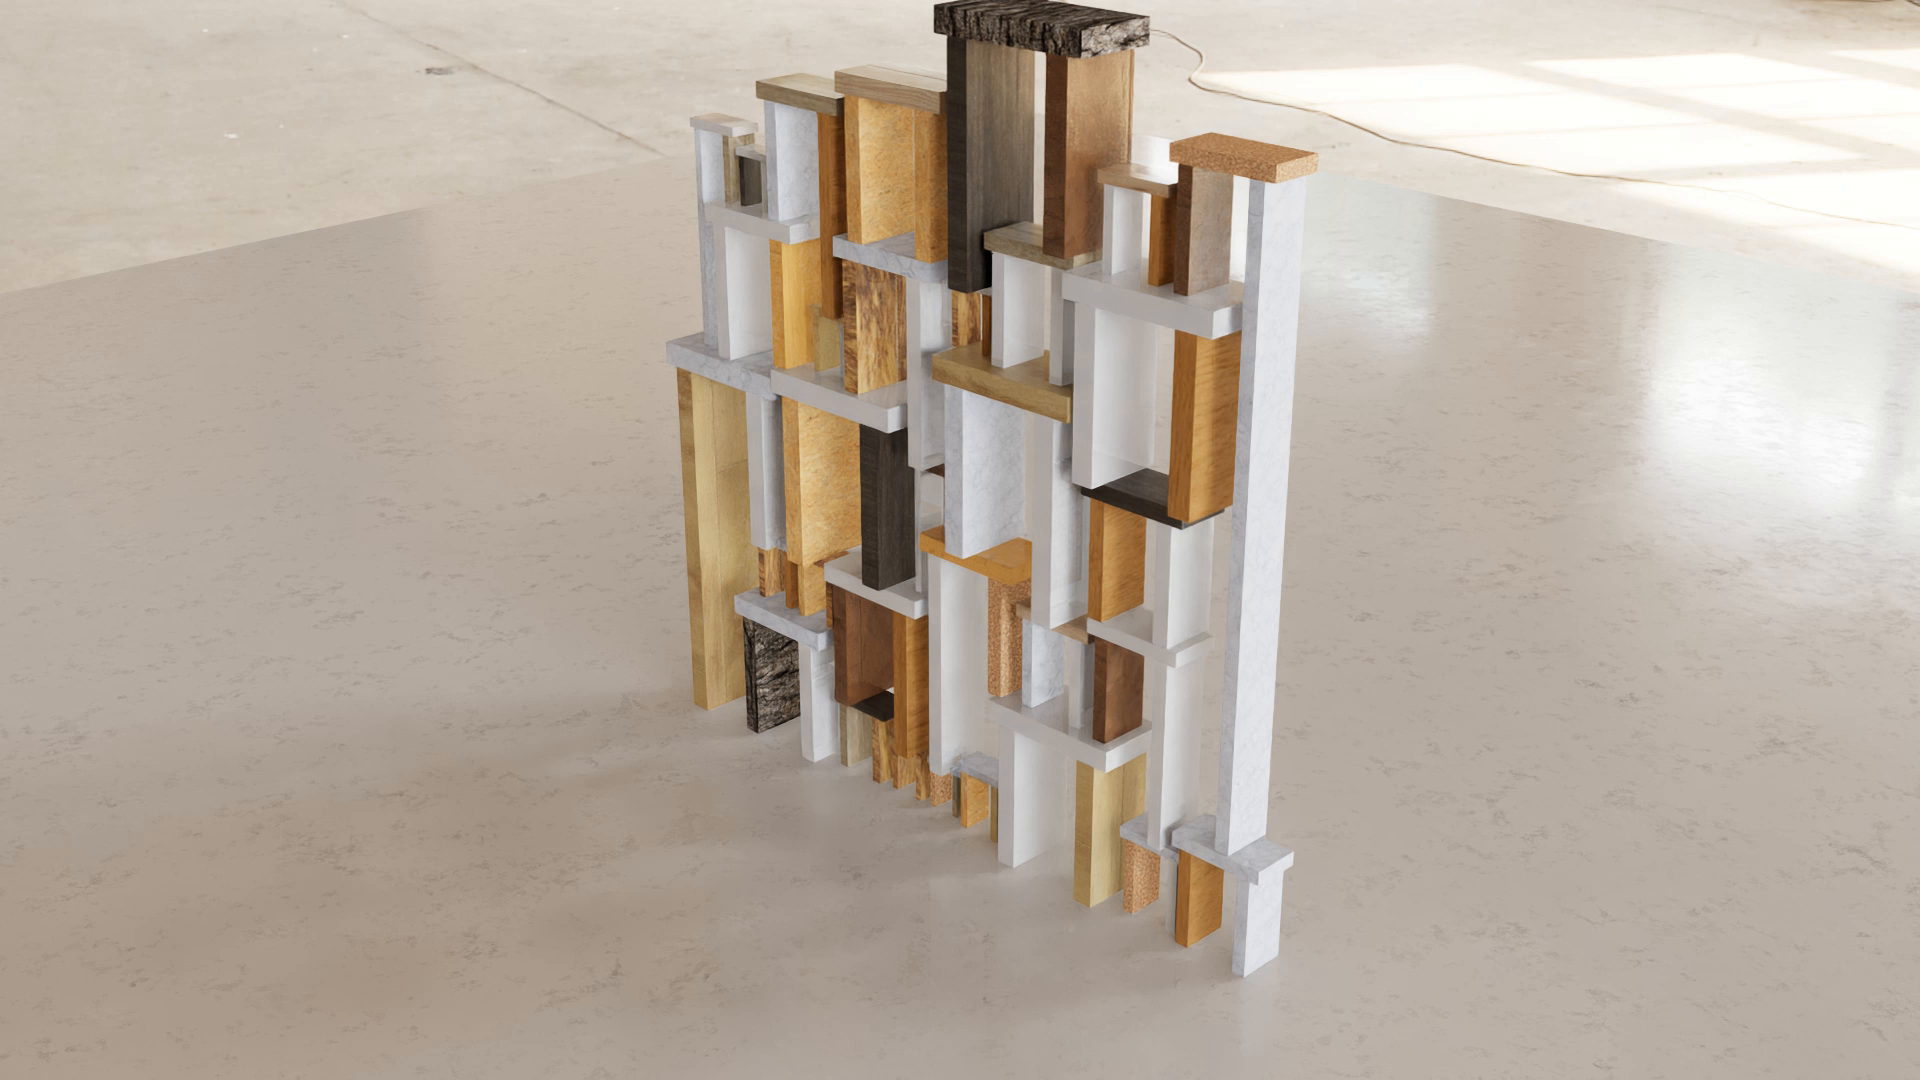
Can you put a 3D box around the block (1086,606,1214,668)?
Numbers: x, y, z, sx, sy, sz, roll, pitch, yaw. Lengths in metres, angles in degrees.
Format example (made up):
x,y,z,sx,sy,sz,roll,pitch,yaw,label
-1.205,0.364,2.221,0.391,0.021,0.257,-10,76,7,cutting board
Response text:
x,y,z,sx,sy,sz,roll,pitch,yaw,label
0.339,0.167,3.921,0.104,0.030,0.209,-21,31,-40,block

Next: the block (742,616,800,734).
x,y,z,sx,sy,sz,roll,pitch,yaw,label
-0.402,0.273,4.773,0.038,0.270,0.135,21,31,41,block

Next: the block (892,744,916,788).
x,y,z,sx,sy,sz,roll,pitch,yaw,label
-0.115,0.459,4.547,0.051,0.103,0.015,-21,31,-41,block

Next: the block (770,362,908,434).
x,y,z,sx,sy,sz,roll,pitch,yaw,label
-0.196,-0.294,4.315,0.338,0.048,0.169,21,31,40,block

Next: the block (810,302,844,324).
x,y,z,sx,sy,sz,roll,pitch,yaw,label
-0.236,-0.445,4.297,0.057,0.016,0.114,-20,30,-39,block

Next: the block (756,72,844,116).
x,y,z,sx,sy,sz,roll,pitch,yaw,label
-0.268,-0.843,4.157,0.116,0.033,0.231,-21,31,-40,block

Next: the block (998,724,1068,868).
x,y,z,sx,sy,sz,roll,pitch,yaw,label
0.141,0.472,4.265,0.042,0.299,0.149,21,31,41,block

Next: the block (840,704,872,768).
x,y,z,sx,sy,sz,roll,pitch,yaw,label
-0.218,0.397,4.634,0.021,0.149,0.075,21,31,41,block

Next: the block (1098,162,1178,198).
x,y,z,sx,sy,sz,roll,pitch,yaw,label
0.309,-0.595,3.628,0.152,0.022,0.076,21,31,41,block

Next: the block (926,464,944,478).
x,y,z,sx,sy,sz,roll,pitch,yaw,label
-0.033,-0.143,4.200,0.058,0.017,0.117,-21,31,-40,block

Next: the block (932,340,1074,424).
x,y,z,sx,sy,sz,roll,pitch,yaw,label
0.126,-0.292,3.956,0.334,0.047,0.167,21,31,41,block

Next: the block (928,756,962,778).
x,y,z,sx,sy,sz,roll,pitch,yaw,label
-0.016,0.451,4.439,0.095,0.013,0.047,21,31,41,block

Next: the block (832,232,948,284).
x,y,z,sx,sy,sz,roll,pitch,yaw,label
-0.101,-0.537,4.106,0.131,0.037,0.263,-22,31,-40,block

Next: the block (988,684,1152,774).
x,y,z,sx,sy,sz,roll,pitch,yaw,label
0.212,0.343,4.134,0.299,0.042,0.149,21,31,41,block

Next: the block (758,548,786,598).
x,y,z,sx,sy,sz,roll,pitch,yaw,label
-0.398,0.052,4.685,0.064,0.128,0.018,-21,31,-41,block

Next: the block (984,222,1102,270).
x,y,z,sx,sy,sz,roll,pitch,yaw,label
0.154,-0.513,3.837,0.211,0.030,0.105,21,31,40,block

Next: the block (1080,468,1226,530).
x,y,z,sx,sy,sz,roll,pitch,yaw,label
0.335,-0.080,3.831,0.116,0.033,0.231,-21,31,-40,block

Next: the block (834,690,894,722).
x,y,z,sx,sy,sz,roll,pitch,yaw,label
-0.183,0.332,4.568,0.075,0.021,0.149,-21,31,-41,block

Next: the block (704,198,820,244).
x,y,z,sx,sy,sz,roll,pitch,yaw,label
-0.373,-0.640,4.359,0.130,0.037,0.259,-21,31,-41,block

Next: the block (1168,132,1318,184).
x,y,z,sx,sy,sz,roll,pitch,yaw,label
0.448,-0.607,3.485,0.214,0.030,0.107,21,31,40,block

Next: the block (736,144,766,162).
x,y,z,sx,sy,sz,roll,pitch,yaw,label
-0.390,-0.760,4.322,0.050,0.014,0.100,-21,31,-41,block

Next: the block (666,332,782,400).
x,y,z,sx,sy,sz,roll,pitch,yaw,label
-0.436,-0.369,4.548,0.336,0.048,0.168,21,31,41,block

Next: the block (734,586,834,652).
x,y,z,sx,sy,sz,roll,pitch,yaw,label
-0.338,0.156,4.654,0.135,0.038,0.270,-21,31,-41,block

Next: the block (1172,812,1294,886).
x,y,z,sx,sy,sz,roll,pitch,yaw,label
0.485,0.550,3.924,0.197,0.028,0.099,21,31,41,block

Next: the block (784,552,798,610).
x,y,z,sx,sy,sz,roll,pitch,yaw,label
-0.338,0.076,4.629,0.064,0.128,0.018,-21,31,-41,block

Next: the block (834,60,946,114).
x,y,z,sx,sy,sz,roll,pitch,yaw,label
-0.084,-0.819,3.971,0.137,0.039,0.275,-22,31,-40,block

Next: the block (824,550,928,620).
x,y,z,sx,sy,sz,roll,pitch,yaw,label
-0.134,0.083,4.403,0.132,0.037,0.265,-21,31,-41,block

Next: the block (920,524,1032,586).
x,y,z,sx,sy,sz,roll,pitch,yaw,label
0.051,0.019,4.181,0.241,0.034,0.121,21,31,41,block

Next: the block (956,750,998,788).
x,y,z,sx,sy,sz,roll,pitch,yaw,label
0.059,0.456,4.348,0.123,0.017,0.062,21,31,41,block

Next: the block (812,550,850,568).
x,y,z,sx,sy,sz,roll,pitch,yaw,label
-0.277,0.033,4.537,0.130,0.018,0.065,21,31,41,block

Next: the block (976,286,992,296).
x,y,z,sx,sy,sz,roll,pitch,yaw,label
0.038,-0.467,3.988,0.058,0.016,0.116,-21,31,-40,block

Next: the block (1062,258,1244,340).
x,y,z,sx,sy,sz,roll,pitch,yaw,label
0.346,-0.409,3.668,0.164,0.046,0.328,-21,31,-40,block

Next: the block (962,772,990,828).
x,y,z,sx,sy,sz,roll,pitch,yaw,label
0.030,0.509,4.403,0.017,0.123,0.062,21,31,41,block

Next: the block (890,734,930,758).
x,y,z,sx,sy,sz,roll,pitch,yaw,label
-0.091,0.415,4.502,0.051,0.015,0.103,-21,31,-41,block

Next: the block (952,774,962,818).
x,y,z,sx,sy,sz,roll,pitch,yaw,label
0.006,0.509,4.440,0.047,0.094,0.013,-21,31,-41,block

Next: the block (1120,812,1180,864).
x,y,z,sx,sy,sz,roll,pitch,yaw,label
0.377,0.549,4.047,0.077,0.022,0.153,-21,31,-41,block

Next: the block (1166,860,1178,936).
x,y,z,sx,sy,sz,roll,pitch,yaw,label
0.414,0.644,4.048,0.076,0.153,0.022,-21,31,-41,block

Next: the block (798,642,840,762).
x,y,z,sx,sy,sz,roll,pitch,yaw,label
-0.275,0.322,4.656,0.038,0.270,0.135,21,31,41,block

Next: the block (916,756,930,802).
x,y,z,sx,sy,sz,roll,pitch,yaw,label
-0.067,0.478,4.502,0.051,0.103,0.015,-21,31,-41,block

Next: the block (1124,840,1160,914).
x,y,z,sx,sy,sz,roll,pitch,yaw,label
0.341,0.615,4.114,0.077,0.153,0.022,-21,31,-41,block

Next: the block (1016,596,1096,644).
x,y,z,sx,sy,sz,roll,pitch,yaw,label
0.199,0.141,4.064,0.090,0.025,0.179,-21,31,-41,block

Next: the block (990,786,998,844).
x,y,z,sx,sy,sz,roll,pitch,yaw,label
0.088,0.532,4.349,0.017,0.123,0.062,21,31,41,block

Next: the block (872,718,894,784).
x,y,z,sx,sy,sz,roll,pitch,yaw,label
-0.147,0.424,4.569,0.021,0.149,0.075,21,31,41,block

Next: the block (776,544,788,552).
x,y,z,sx,sy,sz,roll,pitch,yaw,label
-0.368,-0.003,4.629,0.064,0.018,0.128,-21,31,-41,block

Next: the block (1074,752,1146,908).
x,y,z,sx,sy,sz,roll,pitch,yaw,label
0.282,0.527,4.136,0.042,0.299,0.149,21,31,41,block

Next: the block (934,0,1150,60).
x,y,z,sx,sy,sz,roll,pitch,yaw,label
0.135,-0.869,3.708,0.339,0.048,0.170,21,31,40,block

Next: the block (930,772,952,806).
x,y,z,sx,sy,sz,roll,pitch,yaw,label
-0.039,0.492,4.481,0.013,0.095,0.047,21,31,41,block

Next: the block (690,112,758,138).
x,y,z,sx,sy,sz,roll,pitch,yaw,label
-0.471,-0.829,4.391,0.067,0.019,0.134,-21,31,-41,block
